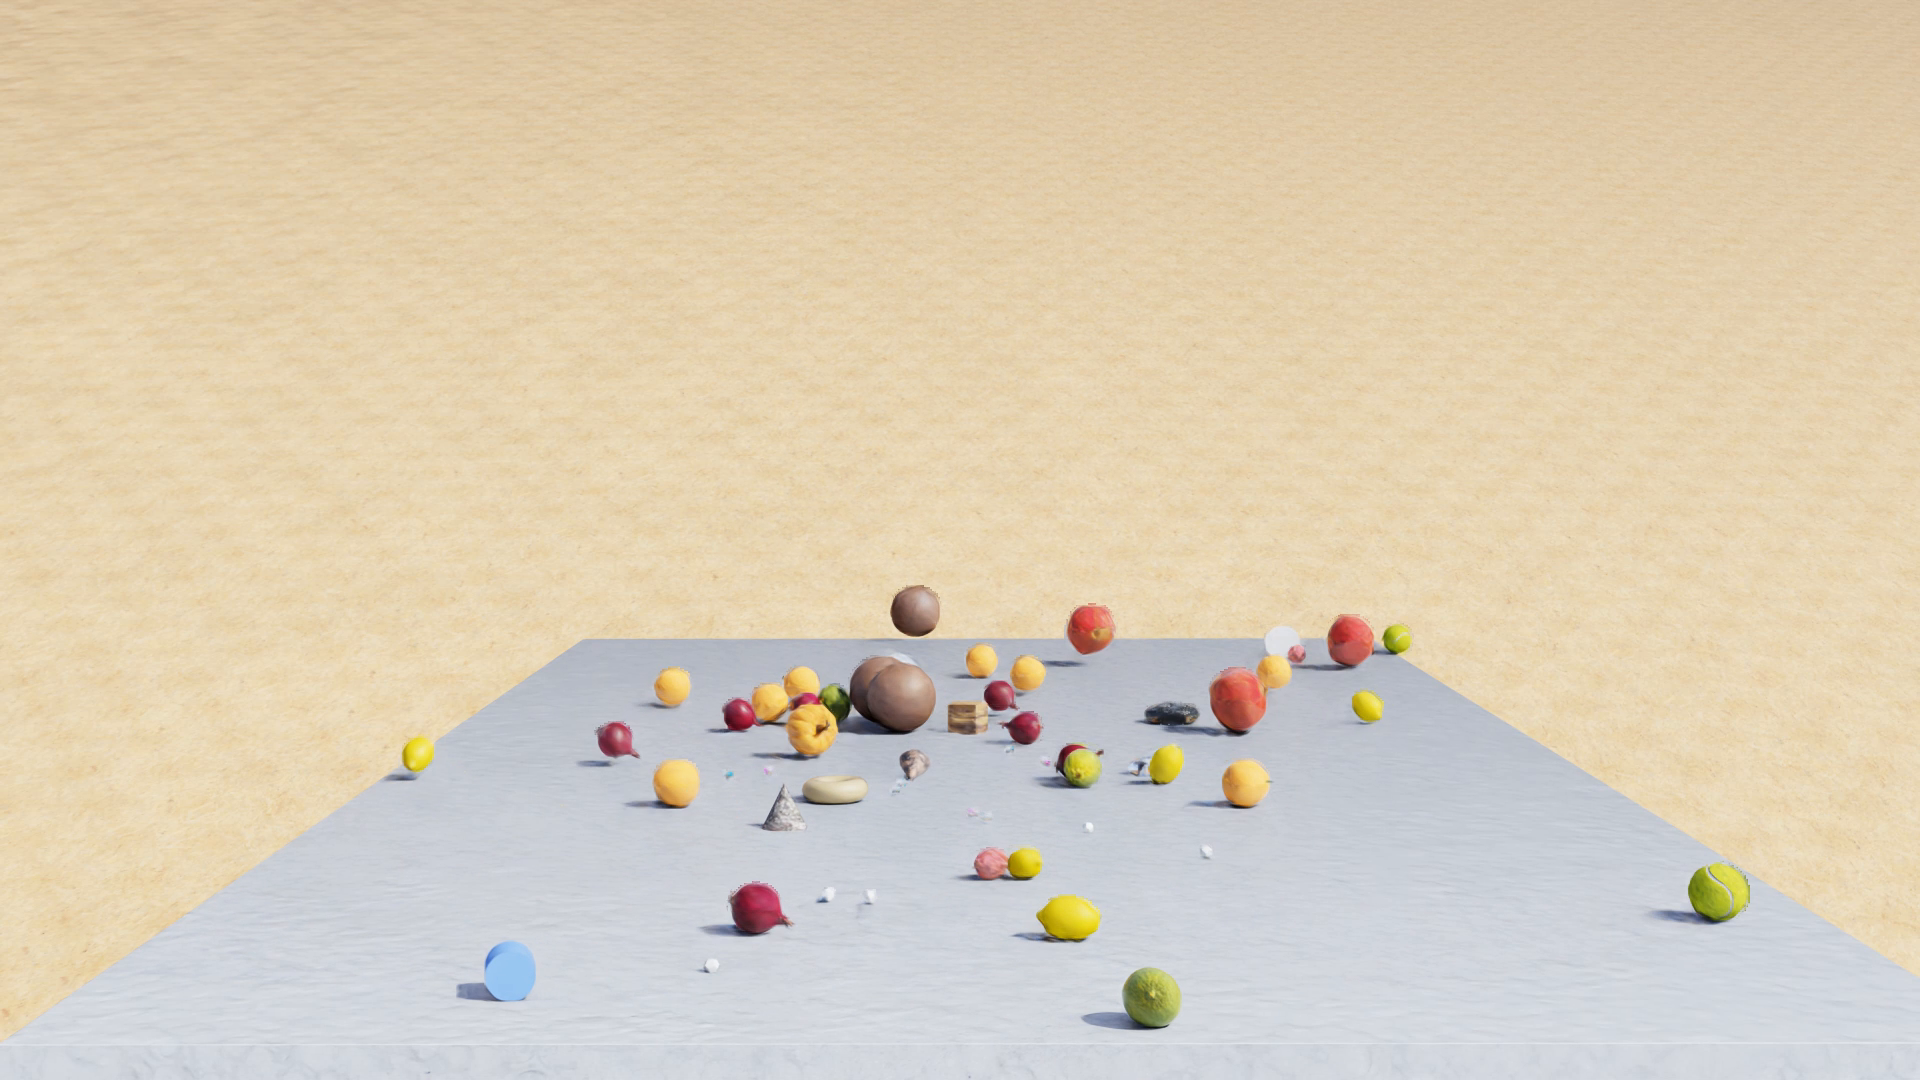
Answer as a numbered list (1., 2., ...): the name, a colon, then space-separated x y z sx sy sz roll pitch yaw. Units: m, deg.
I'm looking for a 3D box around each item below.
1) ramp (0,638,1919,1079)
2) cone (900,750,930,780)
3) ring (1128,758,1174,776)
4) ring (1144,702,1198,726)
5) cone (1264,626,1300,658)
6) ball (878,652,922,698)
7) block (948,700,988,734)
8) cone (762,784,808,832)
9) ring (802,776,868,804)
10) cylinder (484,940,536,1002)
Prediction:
1. ramp: 0.047 0.424 4.534 2.000 0.100 4.000 0 4 0
2. cone: -0.078 0.381 4.223 0.052 0.052 0.052 2 30 6
3. ring: 0.317 0.377 4.269 0.076 0.025 0.076 -1 4 0
4. ring: 0.405 0.333 4.910 0.105 0.035 0.105 -1 4 0
5. cone: 0.769 0.257 6.106 0.082 0.082 0.082 5 -22 13
6. ball: -0.124 0.280 5.296 0.094 0.094 0.094 0 20 0
7. block: 0.015 0.331 4.785 0.055 0.055 0.055 2 4 24
8. cone: -0.257 0.388 3.759 0.067 0.067 0.067 0 4 0
9. ring: -0.195 0.389 4.005 0.104 0.035 0.104 -1 3 0
10. cylinder: -0.479 0.459 2.733 0.053 0.053 0.053 -4 4 -10
